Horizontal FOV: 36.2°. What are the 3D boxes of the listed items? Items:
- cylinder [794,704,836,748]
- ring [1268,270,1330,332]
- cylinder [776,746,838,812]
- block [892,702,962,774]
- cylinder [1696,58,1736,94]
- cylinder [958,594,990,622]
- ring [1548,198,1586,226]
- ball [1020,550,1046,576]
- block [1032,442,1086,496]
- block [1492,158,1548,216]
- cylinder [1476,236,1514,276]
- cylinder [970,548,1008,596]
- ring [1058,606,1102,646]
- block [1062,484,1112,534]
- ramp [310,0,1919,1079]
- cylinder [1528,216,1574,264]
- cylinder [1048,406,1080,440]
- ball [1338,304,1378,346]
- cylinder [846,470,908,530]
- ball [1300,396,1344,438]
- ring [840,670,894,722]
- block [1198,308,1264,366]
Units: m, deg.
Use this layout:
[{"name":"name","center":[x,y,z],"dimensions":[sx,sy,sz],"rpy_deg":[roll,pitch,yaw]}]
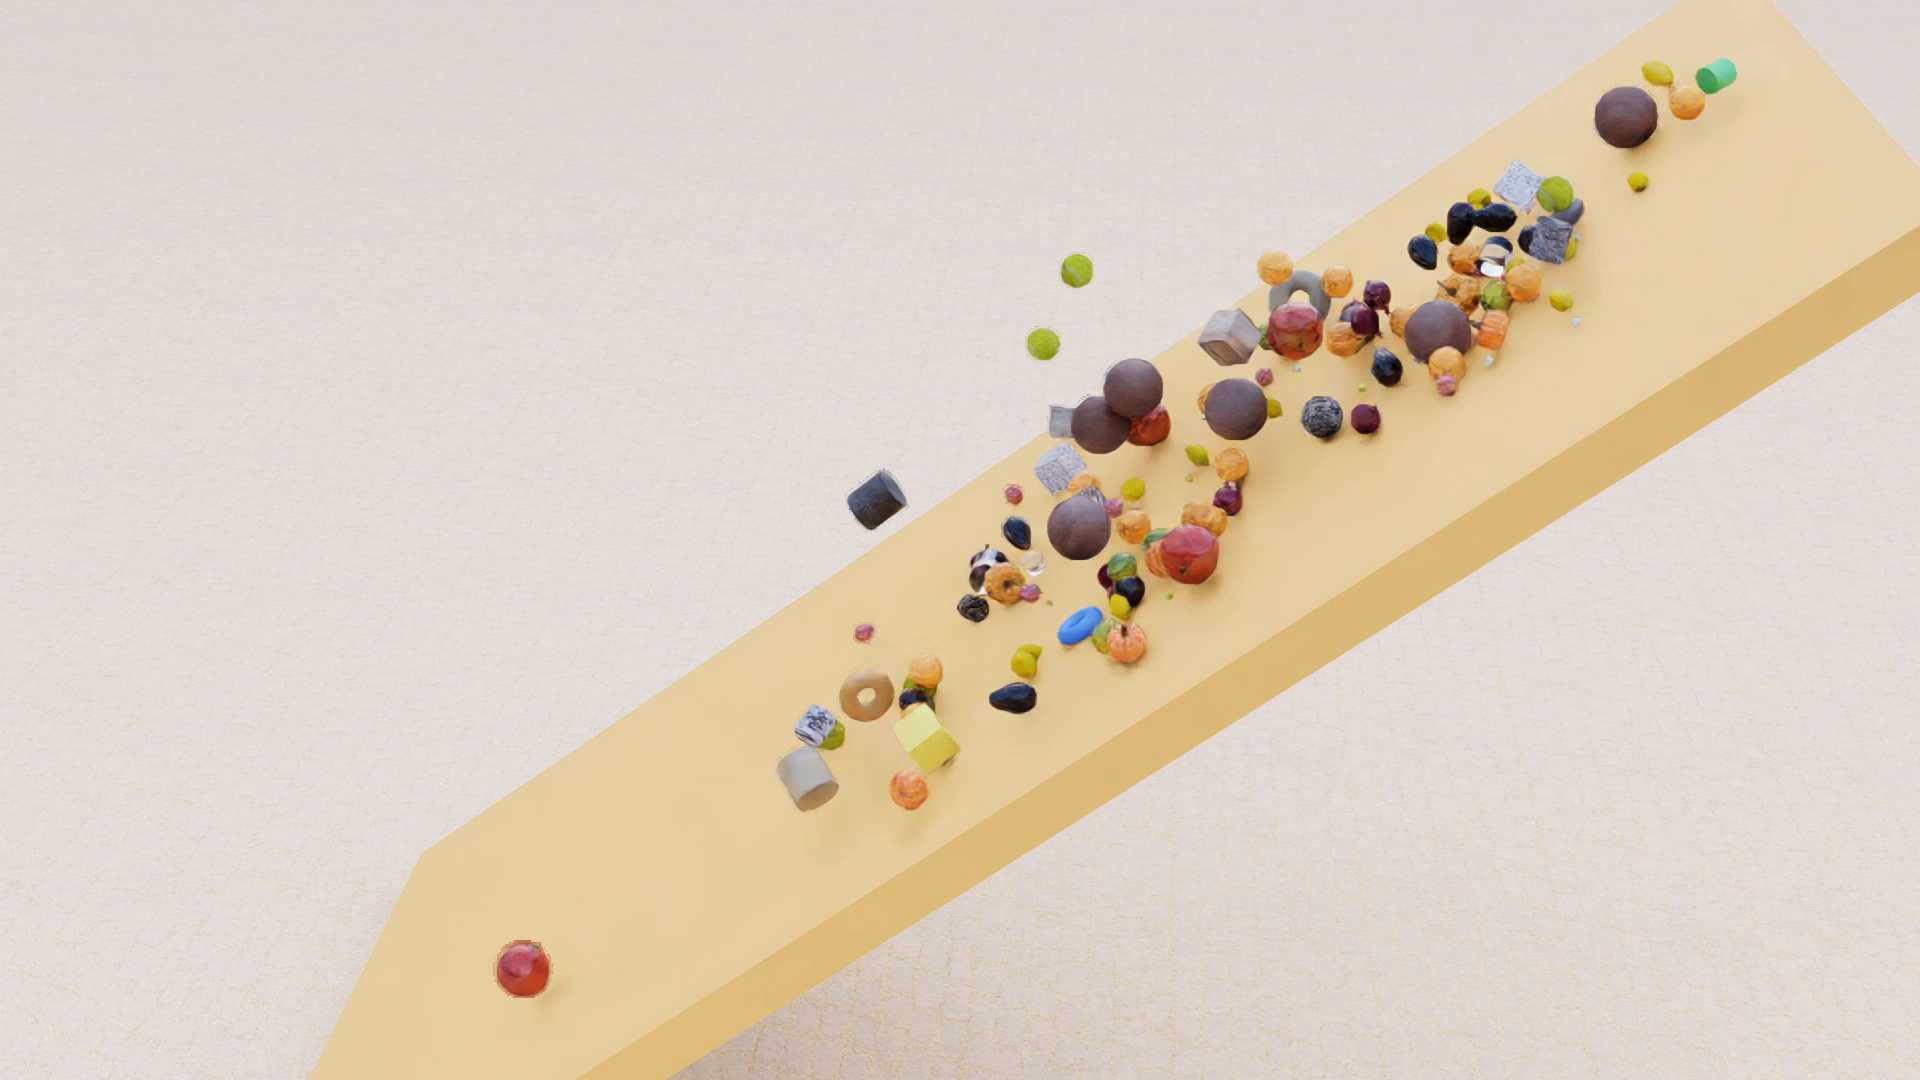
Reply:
[{"name":"cylinder","center":[-0.292,0.375,5.917],"dimensions":[0.062,0.062,0.062],"rpy_deg":[17,60,35]},{"name":"ring","center":[0.746,-0.525,6.462],"dimensions":[0.140,0.140,0.047],"rpy_deg":[8,6,19]},{"name":"cylinder","center":[-0.304,0.475,5.856],"dimensions":[0.093,0.093,0.093],"rpy_deg":[-15,58,-32]},{"name":"block","center":[-0.066,0.389,5.763],"dimensions":[0.083,0.083,0.083],"rpy_deg":[-38,43,2]},{"name":"cylinder","center":[1.522,-0.934,5.920],"dimensions":[0.057,0.057,0.057],"rpy_deg":[-30,34,-26]},{"name":"cylinder","center":[0.029,0.147,6.345],"dimensions":[0.054,0.054,0.054],"rpy_deg":[-7,7,-18]},{"name":"ring","center":[1.199,-0.633,5.888],"dimensions":[0.043,0.129,0.129],"rpy_deg":[45,30,0]},{"name":"ball","center":[0.159,0.049,6.329],"dimensions":[0.055,0.055,0.055],"rpy_deg":[0,22,0]},{"name":"block","center":[0.229,-0.164,6.736],"dimensions":[0.076,0.076,0.076],"rpy_deg":[-27,19,35]},{"name":"block","center":[1.167,-0.735,6.121],"dimensions":[0.080,0.080,0.080],"rpy_deg":[36,8,14]},{"name":"cylinder","center":[1.088,-0.578,5.982],"dimensions":[0.060,0.060,0.060],"rpy_deg":[14,61,30]},{"name":"cylinder","center":[0.064,0.070,6.443],"dimensions":[0.076,0.076,0.076],"rpy_deg":[4,28,9]},{"name":"ring","center":[0.238,0.170,5.846],"dimensions":[0.102,0.034,0.102],"rpy_deg":[-35,15,10]},{"name":"block","center":[0.276,-0.066,6.370],"dimensions":[0.065,0.065,0.065],"rpy_deg":[-25,20,40]},{"name":"ramp","center":[0.130,0.178,6.319],"dimensions":[4.000,0.100,2.000],"rpy_deg":[-34,16,16]},{"name":"cylinder","center":[1.130,-0.574,5.631],"dimensions":[0.070,0.070,0.070],"rpy_deg":[10,21,-4]},{"name":"cylinder","center":[0.246,-0.276,6.938],"dimensions":[0.069,0.069,0.069],"rpy_deg":[5,-2,0]},{"name":"ball","center":[0.835,-0.450,6.165],"dimensions":[0.086,0.086,0.086],"rpy_deg":[0,22,0]},{"name":"cylinder","center":[-0.186,-0.088,6.563],"dimensions":[0.096,0.096,0.096],"rpy_deg":[-36,18,14]},{"name":"ball","center":[0.720,-0.245,5.847],"dimensions":[0.084,0.084,0.084],"rpy_deg":[0,22,0]},{"name":"ring","center":[-0.192,0.321,6.070],"dimensions":[0.117,0.117,0.039],"rpy_deg":[-6,23,-14]},{"name":"block","center":[0.542,-0.406,5.901],"dimensions":[0.079,0.079,0.079],"rpy_deg":[-1,54,52]}]
